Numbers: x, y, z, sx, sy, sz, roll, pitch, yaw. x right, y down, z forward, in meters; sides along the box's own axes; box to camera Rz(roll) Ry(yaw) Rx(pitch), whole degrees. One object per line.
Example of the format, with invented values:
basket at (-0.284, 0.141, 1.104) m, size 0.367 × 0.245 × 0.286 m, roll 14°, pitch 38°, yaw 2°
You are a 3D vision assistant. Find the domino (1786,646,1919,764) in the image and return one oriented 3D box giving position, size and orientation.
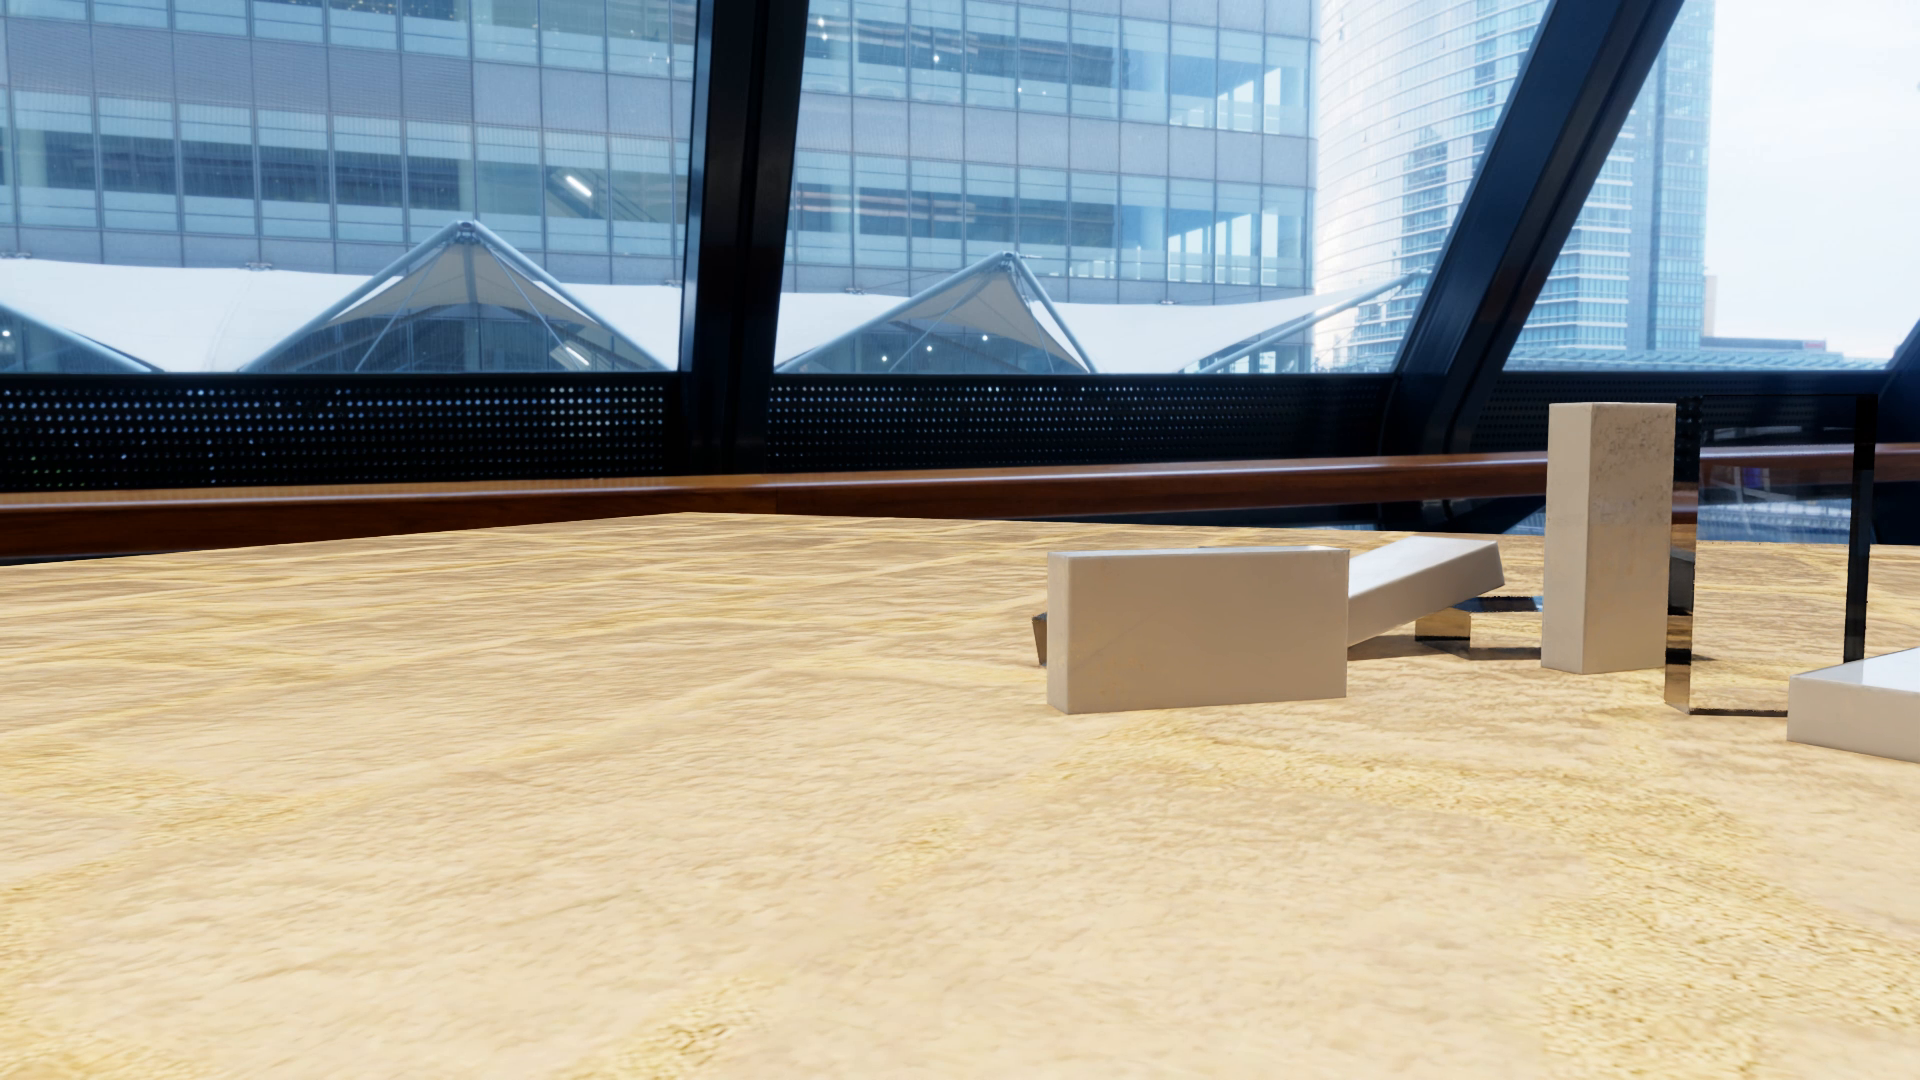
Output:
domino at (0.146, 0.024, 0.188) m, size 0.050 × 0.010 × 0.025 m, roll -3°, pitch 5°, yaw -34°

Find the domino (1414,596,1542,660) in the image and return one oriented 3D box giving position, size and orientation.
domino at (0.124, 0.018, 0.266) m, size 0.050 × 0.009 × 0.025 m, roll 0°, pitch 4°, yaw -5°

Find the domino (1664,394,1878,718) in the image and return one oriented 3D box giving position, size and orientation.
domino at (0.128, 0.002, 0.203) m, size 0.025 × 0.050 × 0.009 m, roll 1°, pitch 4°, yaw 7°

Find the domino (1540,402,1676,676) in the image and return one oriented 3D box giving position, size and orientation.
domino at (0.124, -0.001, 0.243) m, size 0.025 × 0.050 × 0.009 m, roll -2°, pitch 5°, yaw -23°

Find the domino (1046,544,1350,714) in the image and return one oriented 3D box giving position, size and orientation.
domino at (0.040, 0.014, 0.212) m, size 0.050 × 0.025 × 0.009 m, roll -1°, pitch 4°, yaw -16°

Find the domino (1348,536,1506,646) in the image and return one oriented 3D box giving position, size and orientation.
domino at (0.085, 0.011, 0.267) m, size 0.050 × 0.009 × 0.025 m, roll -18°, pitch 9°, yaw -20°

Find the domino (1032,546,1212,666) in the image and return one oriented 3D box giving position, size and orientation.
domino at (0.041, 0.013, 0.251) m, size 0.050 × 0.009 × 0.025 m, roll -20°, pitch 15°, yaw -36°
